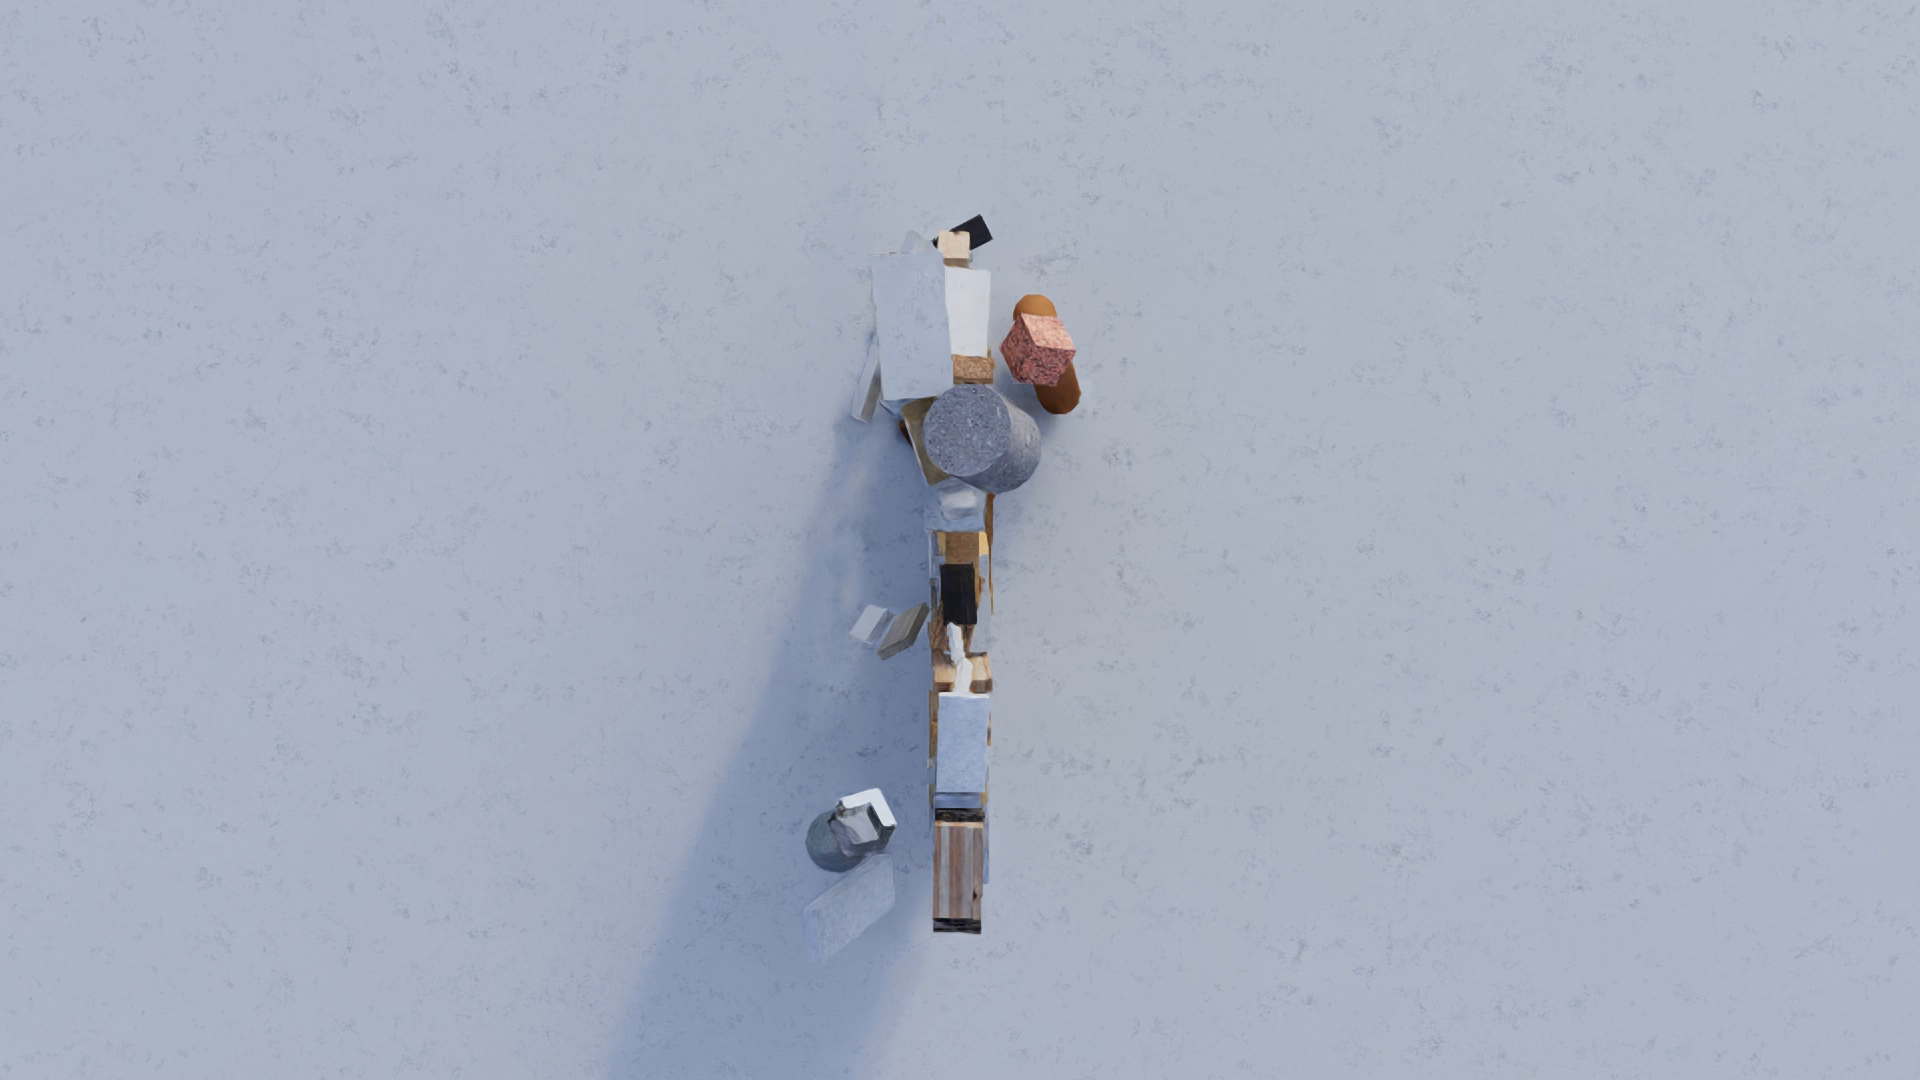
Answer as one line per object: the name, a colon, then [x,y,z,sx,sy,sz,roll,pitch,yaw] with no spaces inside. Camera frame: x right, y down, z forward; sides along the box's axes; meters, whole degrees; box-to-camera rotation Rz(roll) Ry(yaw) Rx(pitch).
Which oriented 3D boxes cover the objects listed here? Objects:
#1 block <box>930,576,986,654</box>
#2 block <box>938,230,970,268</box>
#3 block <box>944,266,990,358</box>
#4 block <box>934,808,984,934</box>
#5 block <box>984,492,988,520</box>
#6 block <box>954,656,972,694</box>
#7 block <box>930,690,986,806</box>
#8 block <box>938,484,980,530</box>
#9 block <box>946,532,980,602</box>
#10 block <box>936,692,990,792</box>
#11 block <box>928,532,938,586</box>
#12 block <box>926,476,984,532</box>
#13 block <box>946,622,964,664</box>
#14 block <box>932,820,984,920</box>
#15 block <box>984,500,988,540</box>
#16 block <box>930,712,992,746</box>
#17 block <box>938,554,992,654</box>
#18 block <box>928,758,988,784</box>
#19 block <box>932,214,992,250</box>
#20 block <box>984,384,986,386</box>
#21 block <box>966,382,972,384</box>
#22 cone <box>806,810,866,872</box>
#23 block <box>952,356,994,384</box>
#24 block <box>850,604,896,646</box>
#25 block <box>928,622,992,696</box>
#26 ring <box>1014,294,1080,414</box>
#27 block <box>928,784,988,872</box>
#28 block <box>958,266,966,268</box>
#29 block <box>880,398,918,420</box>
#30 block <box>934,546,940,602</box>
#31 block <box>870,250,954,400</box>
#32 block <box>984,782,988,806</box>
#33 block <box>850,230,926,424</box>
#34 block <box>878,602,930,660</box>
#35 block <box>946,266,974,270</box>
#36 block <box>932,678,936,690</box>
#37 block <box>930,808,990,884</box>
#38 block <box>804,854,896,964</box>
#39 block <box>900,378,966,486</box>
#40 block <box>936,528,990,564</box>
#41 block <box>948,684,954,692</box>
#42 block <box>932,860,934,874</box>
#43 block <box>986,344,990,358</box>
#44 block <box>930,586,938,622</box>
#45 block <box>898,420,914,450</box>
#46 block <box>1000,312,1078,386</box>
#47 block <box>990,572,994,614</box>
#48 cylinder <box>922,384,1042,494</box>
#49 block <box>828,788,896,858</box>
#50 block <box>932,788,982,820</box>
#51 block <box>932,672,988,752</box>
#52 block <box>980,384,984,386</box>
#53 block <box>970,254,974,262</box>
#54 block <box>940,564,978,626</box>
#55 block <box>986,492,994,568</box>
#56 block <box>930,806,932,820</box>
block: [-0.008,0.197,4.504,0.107,0.030,0.214,12,97,-4]
block: [-0.018,-0.850,4.813,0.091,0.183,0.026,4,125,-3]
block: [0.011,-0.589,4.311,0.122,0.035,0.245,5,73,-5]
block: [-0.004,0.837,4.174,0.122,0.035,0.326,1,103,-1]
block: [-0.003,-0.148,4.578,0.156,0.311,0.044,-1,119,3]
block: [0.008,0.355,4.209,0.015,0.052,0.104,-8,53,26]
block: [-0.006,0.565,4.482,0.153,0.043,0.307,-1,78,0]
block: [-0.005,-0.089,4.267,0.090,0.181,0.026,-9,119,-1]
block: [0.006,0.060,4.456,0.090,0.026,0.216,0,99,-2]
block: [0.005,0.502,4.086,0.122,0.035,0.245,1,101,-5]
block: [-0.013,-0.021,4.754,0.158,0.045,0.317,-1,60,-1]
block: [-0.011,-0.178,4.420,0.156,0.044,0.311,1,80,2]
block: [-0.010,0.269,4.260,0.015,0.052,0.104,-20,64,21]
block: [-0.004,0.827,4.130,0.122,0.035,0.245,2,102,1]
block: [0.002,0.062,4.950,0.158,0.045,0.406,-4,116,-6]
block: [0.004,0.491,4.319,0.153,0.306,0.043,2,91,1]
block: [0.015,0.175,4.537,0.135,0.038,0.270,-3,97,-2]
block: [-0.008,0.597,4.288,0.153,0.317,0.043,-2,87,-1]
block: [0.007,-0.945,5.180,0.173,0.024,0.086,-27,102,9]
block: [0.004,-0.417,5.401,0.166,0.047,0.333,-3,82,2]
block: [-0.004,-0.463,4.538,0.096,0.027,0.193,0,57,-1]
cone: [-0.409,1.004,5.395,0.209,0.209,0.209,0,90,0]
block: [0.001,-0.440,4.274,0.172,0.450,0.049,3,94,1]
block: [-0.259,0.248,4.851,0.030,0.214,0.107,36,82,-15]
block: [-0.002,0.323,4.590,0.153,0.306,0.043,-4,120,-4]
ring: [0.280,-0.598,5.310,0.134,0.403,0.403,-17,90,6]
block: [-0.004,0.852,4.943,0.178,0.050,0.356,-1,127,0]
block: [-0.034,-0.807,4.860,0.091,0.183,0.026,-3,102,-6]
block: [-0.178,-0.451,5.273,0.127,0.255,0.036,-39,105,-2]
block: [0.002,0.147,4.624,0.135,0.038,0.270,-3,75,-1]
block: [-0.115,-0.519,3.996,0.172,0.049,0.345,-6,100,-6]
block: [-0.003,0.713,4.650,0.153,0.346,0.043,-1,76,0]
block: [-0.234,-0.701,5.434,0.036,0.127,0.635,17,90,13]
block: [-0.159,0.259,4.717,0.107,0.214,0.030,-29,106,24]
block: [-0.006,-0.664,4.607,0.100,0.028,0.200,7,74,-2]
block: [-0.013,0.529,4.850,0.137,0.039,0.274,1,81,1]
block: [0.003,0.859,4.631,0.140,0.040,0.280,-5,126,2]
block: [-0.348,1.175,5.277,0.050,0.451,0.178,3,104,29]
block: [-0.039,-0.272,4.237,0.172,0.345,0.049,-26,64,-4]
block: [0.002,-0.028,4.657,0.135,0.270,0.038,-5,130,-3]
block: [-0.002,0.386,4.392,0.052,0.103,0.015,-37,81,-2]
block: [-0.003,0.864,4.449,0.122,0.315,0.035,-6,84,2]
block: [0.007,-0.523,4.442,0.122,0.245,0.035,5,107,-7]
block: [-0.005,0.223,4.805,0.158,0.045,0.317,-1,116,-1]
block: [-0.079,-0.300,5.223,0.127,0.036,0.255,-26,129,8]
block: [0.202,-0.492,4.260,0.125,0.125,0.125,3,47,-31]
block: [0.006,0.074,5.234,0.178,0.050,0.356,-4,59,-1]
cylinder: [0.057,-0.245,4.038,0.226,0.226,0.226,-4,80,21]
block: [-0.302,0.877,5.110,0.137,0.137,0.137,-18,109,22]
block: [-0.006,0.742,4.210,0.122,0.035,0.245,-1,118,0]
block: [-0.003,0.501,5.182,0.168,0.048,0.336,-1,64,0]
block: [-0.006,-0.309,4.772,0.167,0.047,0.333,-4,80,-2]
block: [-0.013,-0.869,5.033,0.091,0.288,0.026,13,98,-5]
block: [-0.004,0.147,4.430,0.090,0.026,0.181,-3,122,1]
block: [0.013,-0.046,4.951,0.167,0.047,0.496,-1,116,-6]
block: [-0.010,0.792,4.740,0.140,0.280,0.040,-2,75,1]
